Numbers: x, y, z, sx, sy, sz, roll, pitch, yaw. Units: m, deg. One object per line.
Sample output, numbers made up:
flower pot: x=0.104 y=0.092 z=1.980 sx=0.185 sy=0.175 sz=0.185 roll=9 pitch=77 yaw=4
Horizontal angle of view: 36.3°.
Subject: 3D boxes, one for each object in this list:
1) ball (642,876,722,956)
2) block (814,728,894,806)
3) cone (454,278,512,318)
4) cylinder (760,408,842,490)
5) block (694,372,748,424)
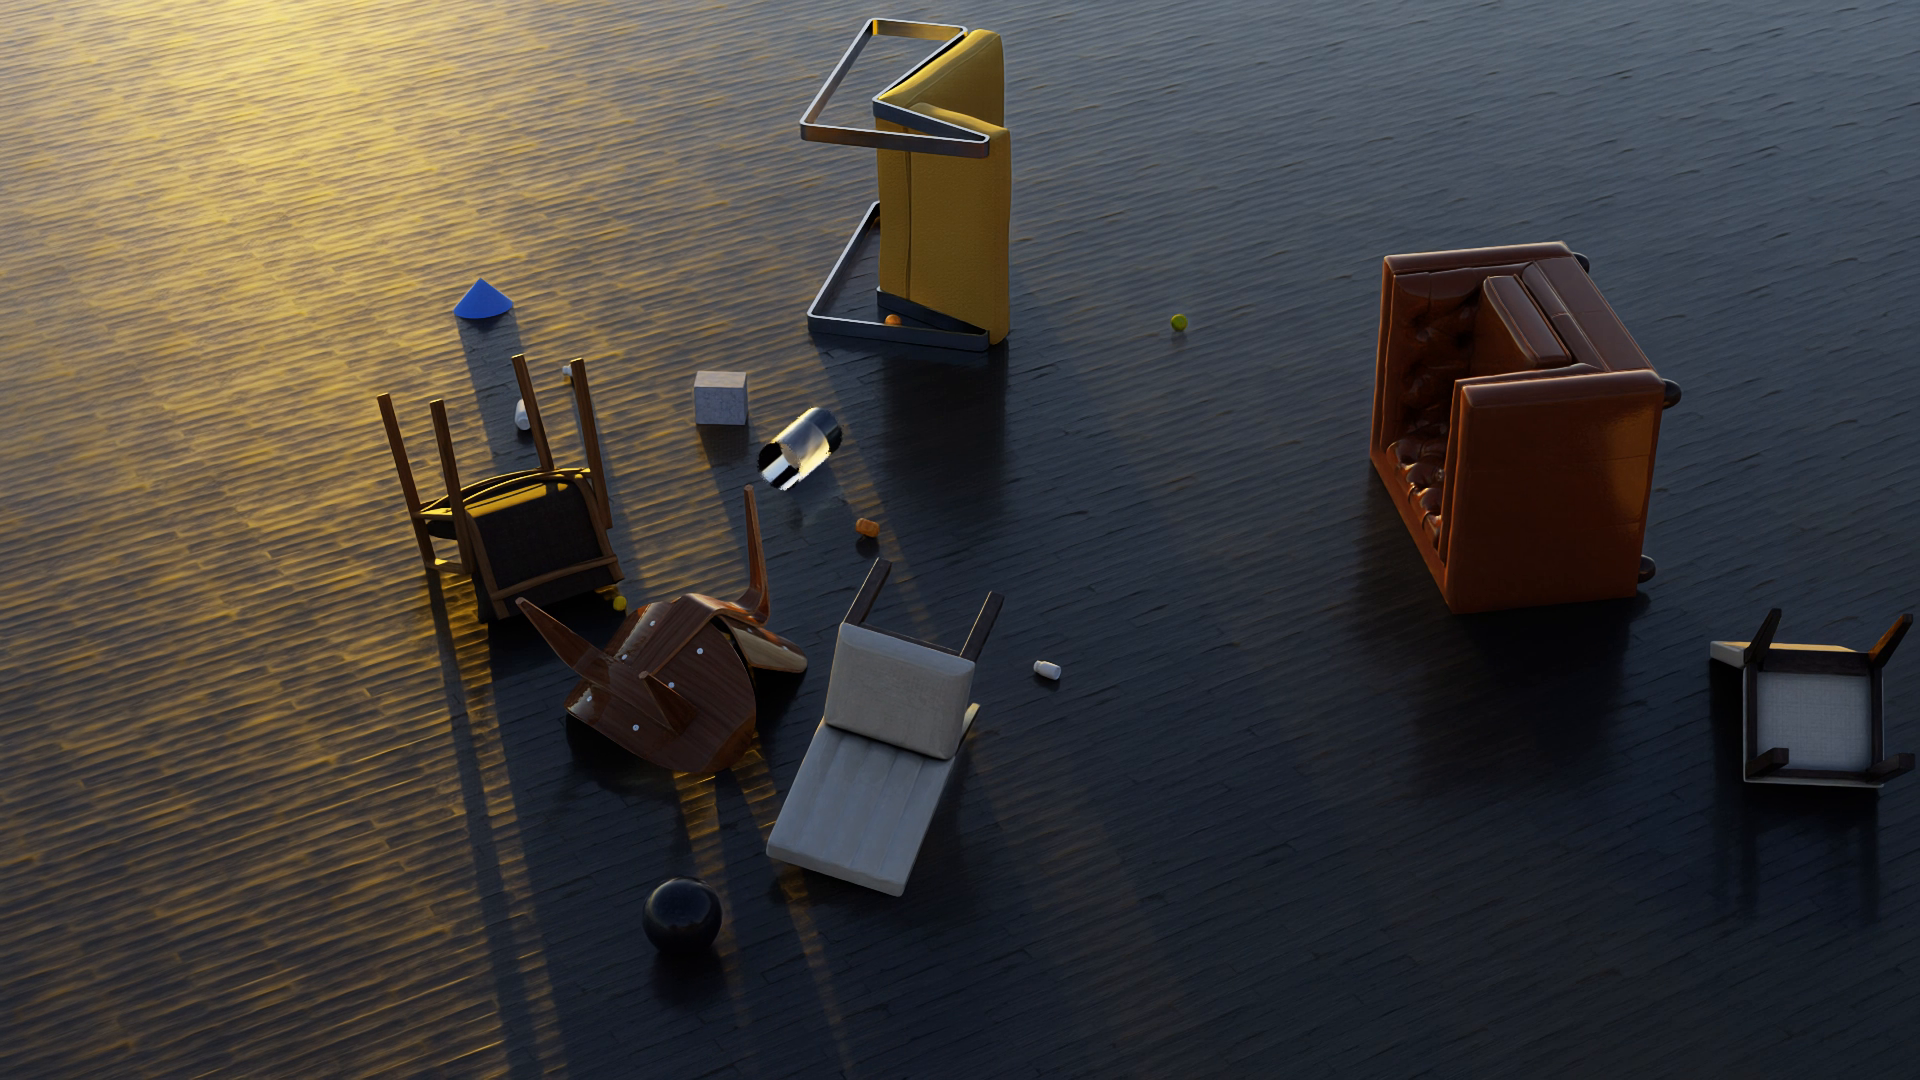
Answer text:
ball: x=-0.850 y=1.150 z=8.973 sx=0.248 sy=0.248 sz=0.248 roll=0 pitch=33 yaw=0
block: x=-0.352 y=0.748 z=9.687 sx=0.218 sy=0.135 sz=0.143 roll=-24 pitch=40 yaw=-32
cone: x=-2.024 y=-1.048 z=12.408 sx=0.257 sy=0.140 sz=0.193 roll=-13 pitch=36 yaw=-19
cylinder: x=-0.613 y=-0.352 z=11.291 sx=0.188 sy=0.210 sz=0.297 roll=34 pitch=42 yaw=11
block: x=-0.948 y=-0.564 z=11.646 sx=0.195 sy=0.170 sz=0.121 roll=2 pitch=33 yaw=2
